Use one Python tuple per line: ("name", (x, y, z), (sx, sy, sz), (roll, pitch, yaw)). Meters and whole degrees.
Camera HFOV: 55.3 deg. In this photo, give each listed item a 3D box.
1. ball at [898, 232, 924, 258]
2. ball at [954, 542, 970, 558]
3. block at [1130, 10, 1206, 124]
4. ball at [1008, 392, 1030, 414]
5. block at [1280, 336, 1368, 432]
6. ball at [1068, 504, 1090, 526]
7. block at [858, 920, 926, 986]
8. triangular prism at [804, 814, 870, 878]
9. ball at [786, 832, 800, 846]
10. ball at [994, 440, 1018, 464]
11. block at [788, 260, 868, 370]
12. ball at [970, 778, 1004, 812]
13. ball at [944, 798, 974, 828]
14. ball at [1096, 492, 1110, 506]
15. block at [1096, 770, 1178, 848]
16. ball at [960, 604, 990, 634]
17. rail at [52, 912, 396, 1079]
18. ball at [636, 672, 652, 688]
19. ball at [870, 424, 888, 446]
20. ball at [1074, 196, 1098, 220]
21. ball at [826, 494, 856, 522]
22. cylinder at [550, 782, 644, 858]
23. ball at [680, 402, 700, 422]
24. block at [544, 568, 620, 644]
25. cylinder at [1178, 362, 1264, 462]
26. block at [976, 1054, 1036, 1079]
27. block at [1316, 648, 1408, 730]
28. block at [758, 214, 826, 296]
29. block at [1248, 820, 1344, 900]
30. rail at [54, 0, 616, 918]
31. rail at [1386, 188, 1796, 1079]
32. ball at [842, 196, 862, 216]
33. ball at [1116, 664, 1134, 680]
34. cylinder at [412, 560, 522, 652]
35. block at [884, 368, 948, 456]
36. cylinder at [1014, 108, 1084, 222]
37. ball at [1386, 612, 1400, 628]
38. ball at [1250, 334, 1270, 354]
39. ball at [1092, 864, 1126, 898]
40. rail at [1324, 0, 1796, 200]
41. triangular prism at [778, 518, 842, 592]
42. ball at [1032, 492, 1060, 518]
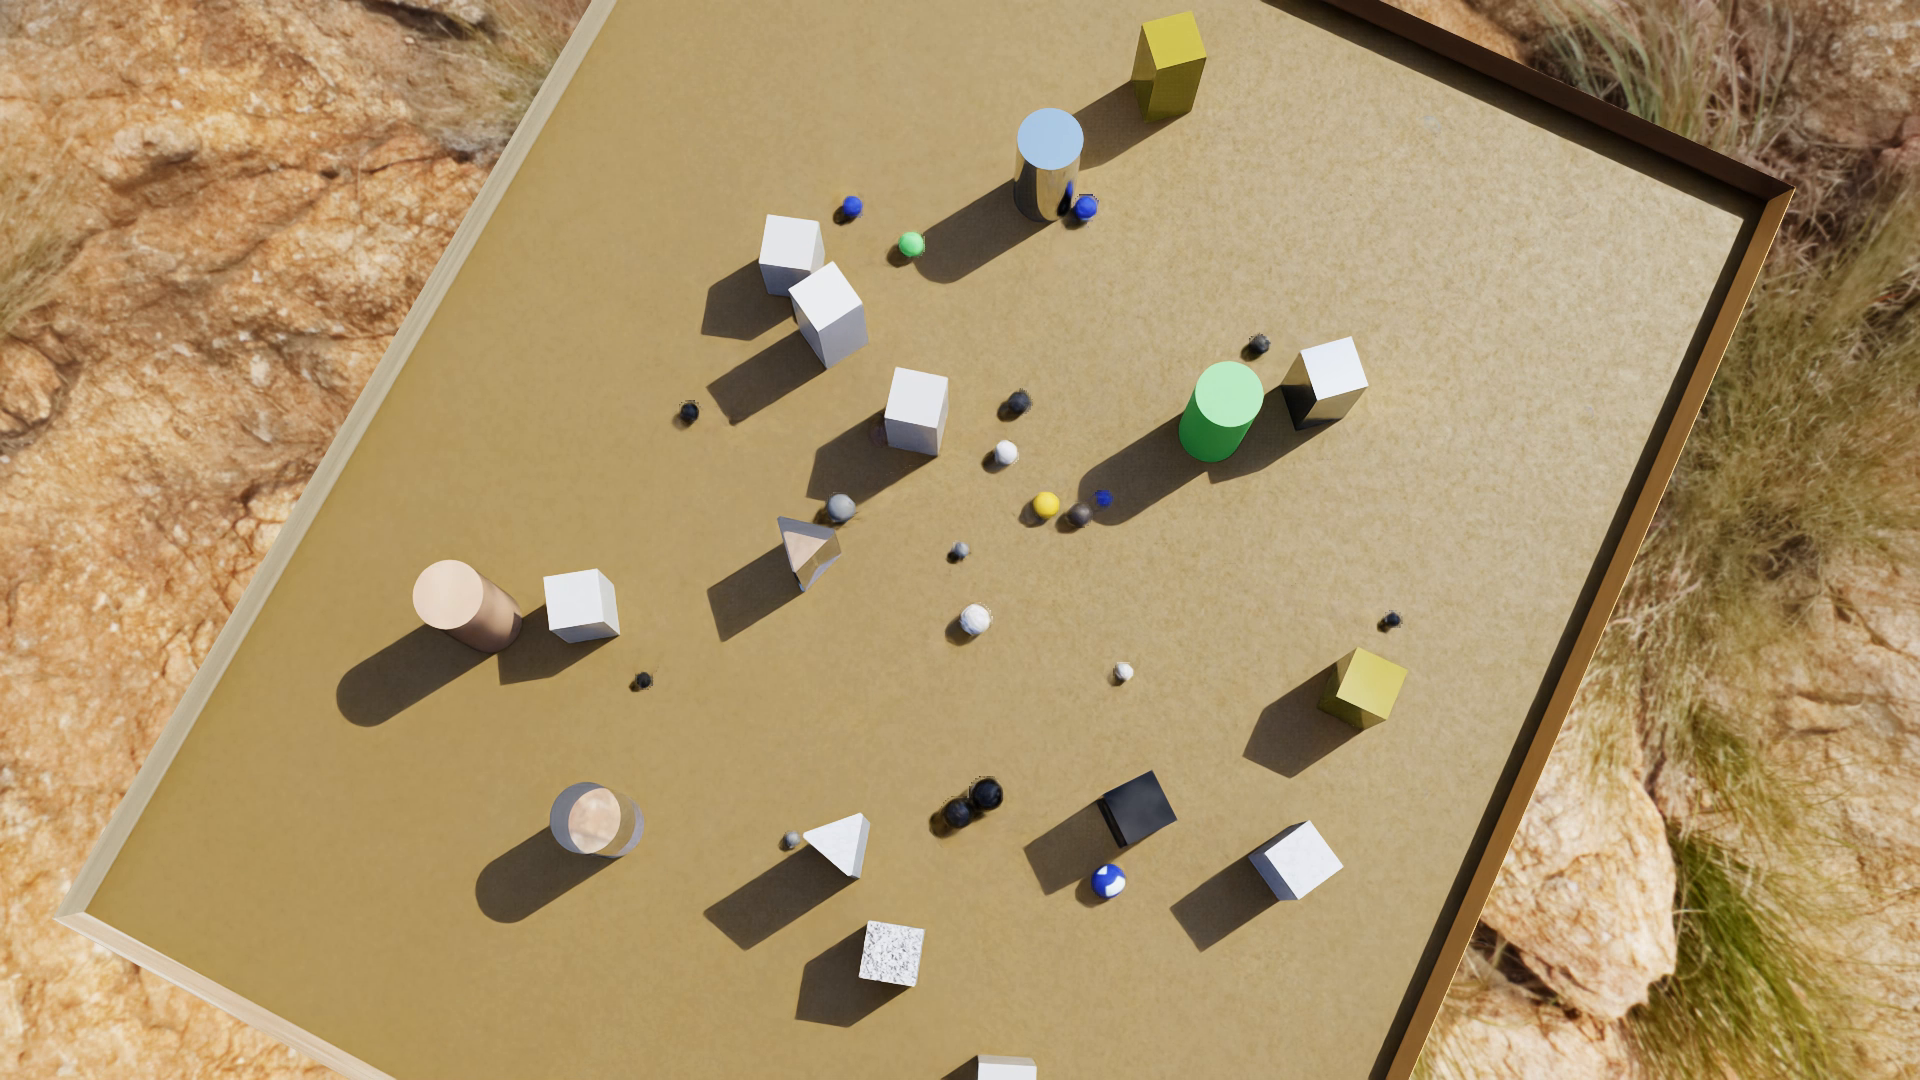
("ball", (-0.153, -0.931, 5.769), (0.080, 0.080, 0.080), (0, 78, 0))
("ball", (0.006, 0.031, 5.585), (0.049, 0.049, 0.049), (0, 78, 0))
("block", (0.648, -1.473, 5.726), (0.157, 0.383, 0.157), (-15, 79, -3))
("ball", (0.183, -0.426, 5.670), (0.069, 0.069, 0.069), (0, 78, 0))
("block", (1.096, -0.467, 5.534), (0.157, 0.351, 0.157), (-16, 79, -3))
("ball", (0.364, -0.077, 5.597), (0.070, 0.070, 0.070), (0, 78, 0))
("block", (-0.192, 1.179, 5.239), (0.157, 0.262, 0.157), (9, 78, 2))
("triangular prism", (-0.317, 0.849, 5.222), (0.170, 0.429, 0.147), (40, 81, 8))
("ball", (-0.493, 0.883, 5.411), (0.045, 0.045, 0.045), (0, 78, 0))
("ball", (0.140, -0.269, 5.635), (0.073, 0.073, 0.073), (0, 78, 0))
("block", (-0.395, -0.677, 5.562), (0.157, 0.381, 0.157), (-34, 80, -7))
("ball", (0.081, 0.752, 5.411), (0.098, 0.098, 0.098), (0, 78, 0))
("ball", (-0.004, 0.806, 5.404), (0.090, 0.090, 0.090), (0, 78, 0))
("ball", (0.440, -0.126, 5.621), (0.043, 0.043, 0.043), (0, 78, 0))
("block", (0.508, 0.782, 5.308), (0.157, 0.288, 0.157), (-26, 79, -5))
("ball", (0.045, 0.240, 5.520), (0.091, 0.091, 0.091), (0, 78, 0))
("rail", (-0.958, 1.883, 5.161), (3.665, 0.128, 0.045), (26, 80, 5))
("ball", (-0.950, 0.421, 5.506), (0.046, 0.046, 0.046), (0, 78, 0))
("ball", (-0.248, -0.324, 5.651), (0.063, 0.063, 0.063), (0, 78, 0))
("ball", (0.398, -1.050, 5.795), (0.075, 0.075, 0.075), (0, 78, 0))
("ball", (-0.363, -0.097, 5.592), (0.087, 0.087, 0.087), (0, 78, 0))
("cylinder", (-1.035, 0.806, 5.250), (0.196, 0.390, 0.196), (0, 78, 0))
("ball", (-0.836, -0.394, 5.668), (0.060, 0.060, 0.060), (0, 78, 0))
("block", (-1.120, 0.198, 5.440), (0.157, 0.265, 0.157), (-9, 78, -2))
("cylinder", (0.776, -0.379, 5.482), (0.196, 0.416, 0.196), (0, 78, 0))
("block", (0.126, 1.538, 5.132), (0.157, 0.325, 0.157), (3, 78, 1))
("block", (1.175, 0.439, 5.373), (0.157, 0.300, 0.157), (25, 79, 5))
("block", (-0.516, -0.869, 5.656), (0.157, 0.276, 0.157), (8, 78, 2))
("block", (0.960, 0.924, 5.267), (0.157, 0.311, 0.157), (-35, 80, -7))
("rail", (-1.618, -0.785, 5.713), (0.045, 0.128, 4.332), (26, 80, 5))
("rail", (1.618, 0.799, 5.385), (0.045, 0.128, 4.332), (26, 80, 5))
("ball", (-0.340, -1.056, 5.802), (0.065, 0.065, 0.065), (0, 78, 0))
("ball", (0.494, 0.397, 5.508), (0.052, 0.052, 0.052), (0, 78, 0))
("cylinder", (-1.428, 0.199, 5.338), (0.196, 0.464, 0.196), (0, 78, 0))
("block", (-0.128, -0.383, 5.525), (0.157, 0.335, 0.157), (12, 79, 2))
("cylinder", (0.268, -1.147, 5.639), (0.196, 0.421, 0.196), (0, 78, 0))
("ball", (1.310, 0.242, 5.544), (0.044, 0.044, 0.044), (0, 78, 0))
("ball", (0.937, -0.609, 5.712), (0.060, 0.060, 0.060), (0, 78, 0))
("ball", (0.436, 0.997, 5.360), (0.097, 0.097, 0.097), (0, 78, 0))
("rail", (0.958, -1.870, 5.937), (3.665, 0.128, 0.045), (26, 80, 5))
("triangular prism", (-0.473, 0.016, 5.450), (0.147, 0.321, 0.170), (43, 81, 8))
("ball", (0.263, -0.108, 5.597), (0.082, 0.082, 0.082), (0, 78, 0))
